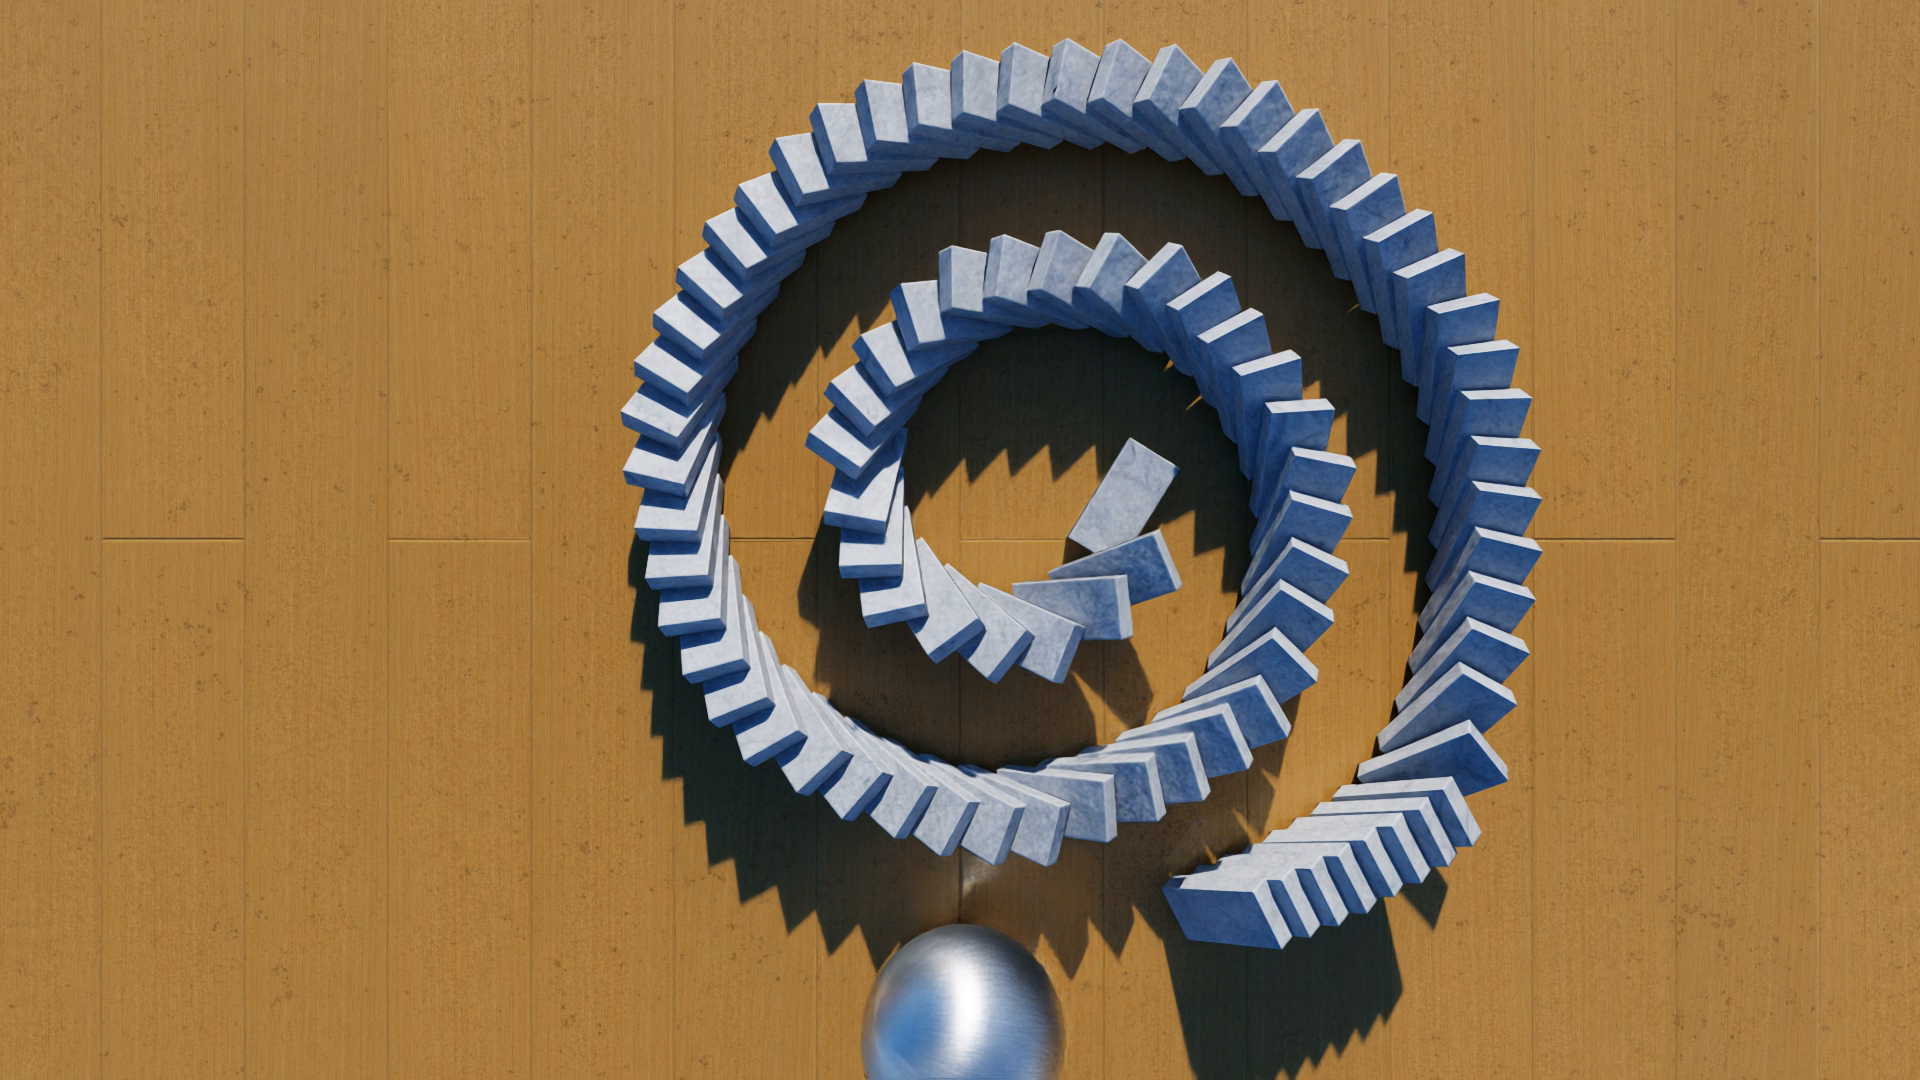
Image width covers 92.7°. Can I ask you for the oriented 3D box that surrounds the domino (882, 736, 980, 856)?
[{"bbox_3d":[-0.018,0.106,0.382,0.050,0.010,0.025,28,90,33],"label":"domino"}]

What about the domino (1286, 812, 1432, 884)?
[{"bbox_3d":[0.163,0.127,0.377,0.010,0.050,0.025,-28,90,-37],"label":"domino"}]

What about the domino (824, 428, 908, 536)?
[{"bbox_3d":[-0.039,-0.027,0.382,0.025,0.010,0.050,10,56,0],"label":"domino"}]

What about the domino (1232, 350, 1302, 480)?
[{"bbox_3d":[0.129,-0.051,0.382,0.025,0.009,0.050,-17,124,0],"label":"domino"}]

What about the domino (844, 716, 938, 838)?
[{"bbox_3d":[-0.035,0.099,0.383,0.050,0.010,0.025,32,90,33],"label":"domino"}]

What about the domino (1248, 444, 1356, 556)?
[{"bbox_3d":[0.142,-0.013,0.382,0.025,0.010,0.050,12,124,-1],"label":"domino"}]

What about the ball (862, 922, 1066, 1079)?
[{"bbox_3d":[0.001,0.194,0.360,0.080,0.080,0.080,0,90,0],"label":"ball"}]

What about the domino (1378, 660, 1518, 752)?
[{"bbox_3d":[0.202,0.075,0.383,0.025,0.009,0.050,30,123,0],"label":"domino"}]

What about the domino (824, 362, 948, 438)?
[{"bbox_3d":[-0.030,-0.066,0.382,0.025,0.010,0.050,46,54,0],"label":"domino"}]

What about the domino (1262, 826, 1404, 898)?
[{"bbox_3d":[0.152,0.132,0.377,0.010,0.050,0.025,-28,90,-37],"label":"domino"}]

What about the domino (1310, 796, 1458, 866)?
[{"bbox_3d":[0.173,0.120,0.377,0.010,0.050,0.025,-28,91,-37],"label":"domino"}]

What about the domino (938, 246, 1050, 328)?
[{"bbox_3d":[0.015,-0.105,0.382,0.050,0.009,0.025,0,89,-35],"label":"domino"}]

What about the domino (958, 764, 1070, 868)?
[{"bbox_3d":[0.019,0.114,0.382,0.050,0.009,0.025,13,91,33],"label":"domino"}]

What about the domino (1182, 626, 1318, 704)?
[{"bbox_3d":[0.120,0.060,0.382,0.025,0.010,0.050,45,124,0],"label":"domino"}]

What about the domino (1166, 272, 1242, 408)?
[{"bbox_3d":[0.107,-0.083,0.382,0.025,0.010,0.050,-33,124,0],"label":"domino"}]

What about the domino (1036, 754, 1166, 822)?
[{"bbox_3d":[0.058,0.104,0.383,0.050,0.009,0.025,-12,90,33],"label":"domino"}]

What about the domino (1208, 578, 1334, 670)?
[{"bbox_3d":[0.129,0.042,0.382,0.025,0.010,0.050,32,123,0],"label":"domino"}]

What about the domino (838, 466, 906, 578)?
[{"bbox_3d":[-0.036,-0.008,0.382,0.025,0.010,0.050,-1,55,0],"label":"domino"}]

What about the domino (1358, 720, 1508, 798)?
[{"bbox_3d":[0.196,0.097,0.381,0.050,0.010,0.025,-38,92,36],"label":"domino"}]

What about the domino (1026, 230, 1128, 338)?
[{"bbox_3d":[0.053,-0.106,0.382,0.050,0.009,0.025,18,90,-34],"label":"domino"}]

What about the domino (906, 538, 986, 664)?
[{"bbox_3d":[-0.013,0.024,0.381,0.025,0.009,0.050,-36,53,0],"label":"domino"}]

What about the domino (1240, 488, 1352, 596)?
[{"bbox_3d":[0.139,0.005,0.382,0.025,0.010,0.050,16,123,0],"label":"domino"}]

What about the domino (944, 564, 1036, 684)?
[{"bbox_3d":[0.005,0.034,0.382,0.050,0.009,0.025,39,90,35],"label":"domino"}]

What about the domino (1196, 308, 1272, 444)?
[{"bbox_3d":[0.118,-0.068,0.382,0.025,0.009,0.050,-27,124,0],"label":"domino"}]

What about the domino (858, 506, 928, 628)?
[{"bbox_3d":[-0.030,0.011,0.382,0.025,0.009,0.050,-12,55,1],"label":"domino"}]

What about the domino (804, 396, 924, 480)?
[{"bbox_3d":[-0.039,-0.050,0.381,0.025,0.009,0.050,35,54,1],"label":"domino"}]

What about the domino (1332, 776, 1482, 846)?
[{"bbox_3d":[0.183,0.113,0.377,0.010,0.050,0.025,-28,90,-37],"label":"domino"}]

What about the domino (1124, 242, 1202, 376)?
[{"bbox_3d":[0.092,-0.095,0.382,0.025,0.009,0.050,-44,124,0],"label":"domino"}]

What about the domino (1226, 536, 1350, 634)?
[{"bbox_3d":[0.136,0.025,0.382,0.025,0.010,0.050,26,123,0],"label":"domino"}]

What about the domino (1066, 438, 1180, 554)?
[{"bbox_3d":[0.070,-0.016,0.395,0.025,0.009,0.050,32,90,0],"label":"domino"}]

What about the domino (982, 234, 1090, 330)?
[{"bbox_3d":[0.034,-0.107,0.382,0.050,0.010,0.025,8,90,-34],"label":"domino"}]

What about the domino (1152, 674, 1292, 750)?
[{"bbox_3d":[0.108,0.077,0.382,0.050,0.010,0.025,-30,91,33],"label":"domino"}]

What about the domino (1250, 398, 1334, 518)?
[{"bbox_3d":[0.138,-0.033,0.382,0.025,0.010,0.050,-4,125,0],"label":"domino"}]

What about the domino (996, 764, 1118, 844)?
[{"bbox_3d":[0.040,0.109,0.382,0.050,0.009,0.025,-3,90,33],"label":"domino"}]

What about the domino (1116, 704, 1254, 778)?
[{"bbox_3d":[0.093,0.088,0.382,0.050,0.010,0.025,-24,90,33],"label":"domino"}]

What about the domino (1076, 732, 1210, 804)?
[{"bbox_3d":[0.076,0.097,0.382,0.050,0.009,0.025,-17,90,33],"label":"domino"}]

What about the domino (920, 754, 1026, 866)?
[{"bbox_3d":[0.000,0.111,0.382,0.050,0.009,0.025,21,91,33],"label":"domino"}]

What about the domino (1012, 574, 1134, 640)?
[{"bbox_3d":[0.046,0.029,0.381,0.050,0.010,0.025,-6,90,38],"label":"domino"}]

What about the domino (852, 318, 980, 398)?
[{"bbox_3d":[-0.018,-0.081,0.382,0.050,0.010,0.025,-34,90,-35],"label":"domino"}]

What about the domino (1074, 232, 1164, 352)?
[{"bbox_3d":[0.072,-0.102,0.382,0.050,0.009,0.025,29,90,-35],"label":"domino"}]

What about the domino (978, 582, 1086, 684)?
[{"bbox_3d":[0.025,0.038,0.381,0.050,0.010,0.025,22,90,36],"label":"domino"}]

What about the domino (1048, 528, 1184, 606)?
[{"bbox_3d":[0.064,0.016,0.384,0.050,0.009,0.025,-22,90,29],"label":"domino"}]

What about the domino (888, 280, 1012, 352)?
[{"bbox_3d":[-0.003,-0.095,0.382,0.050,0.009,0.025,-18,90,-36],"label":"domino"}]
